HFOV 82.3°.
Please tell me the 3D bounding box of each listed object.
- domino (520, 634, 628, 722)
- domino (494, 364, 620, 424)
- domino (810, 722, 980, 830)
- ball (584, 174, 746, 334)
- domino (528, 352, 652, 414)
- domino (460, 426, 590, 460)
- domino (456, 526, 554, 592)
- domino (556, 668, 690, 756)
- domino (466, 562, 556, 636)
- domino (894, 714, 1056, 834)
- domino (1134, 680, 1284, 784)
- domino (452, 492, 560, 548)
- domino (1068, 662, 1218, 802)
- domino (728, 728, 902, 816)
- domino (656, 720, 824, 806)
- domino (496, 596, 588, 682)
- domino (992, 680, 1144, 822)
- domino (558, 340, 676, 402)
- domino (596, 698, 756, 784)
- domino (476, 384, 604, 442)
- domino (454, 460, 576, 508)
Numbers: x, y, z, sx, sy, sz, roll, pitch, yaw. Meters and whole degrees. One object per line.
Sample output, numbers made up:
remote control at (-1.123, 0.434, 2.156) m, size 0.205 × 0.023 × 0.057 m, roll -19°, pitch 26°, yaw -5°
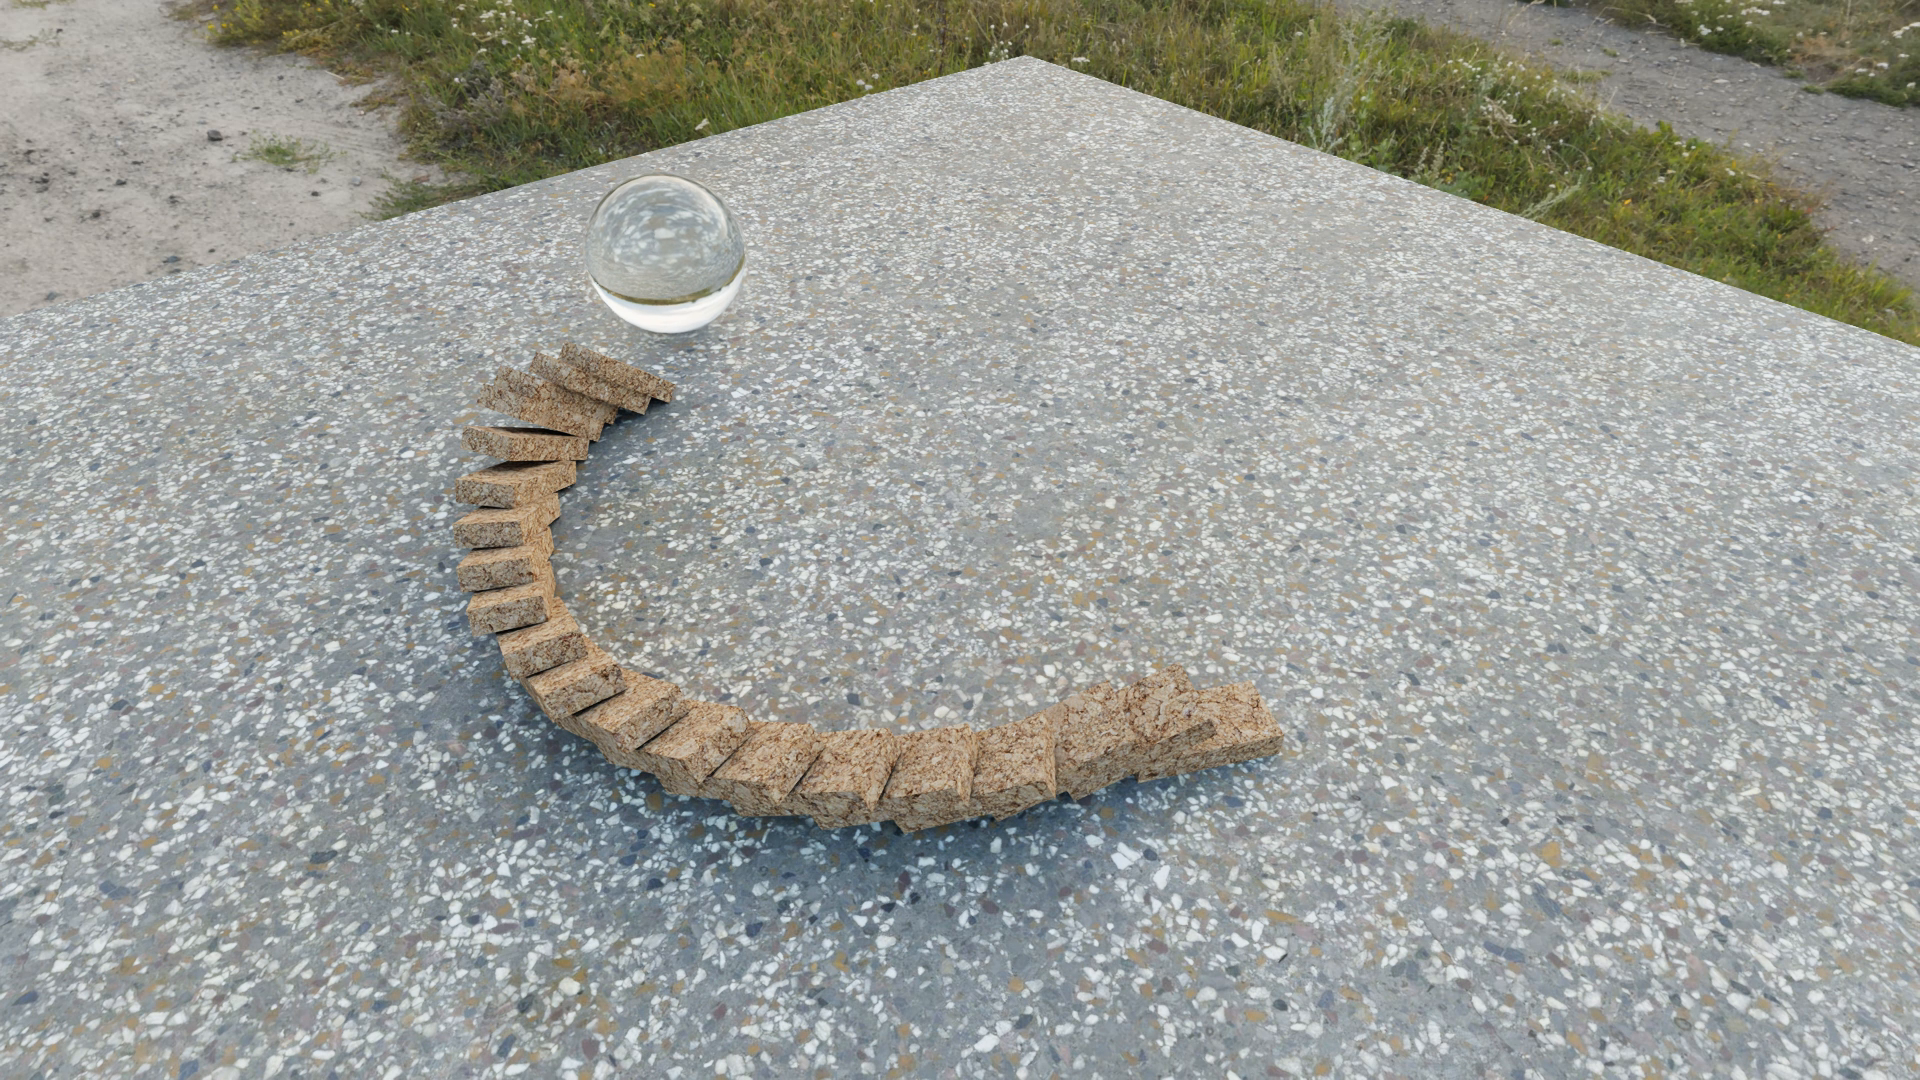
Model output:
domino at (-0.133, 0.045, 0.372) m, size 0.025 × 0.009 × 0.050 m, roll -25°, pitch 20°, yaw -27°
domino at (-0.182, -0.065, 0.498) m, size 0.025 × 0.009 × 0.050 m, roll 20°, pitch 1°, yaw 25°
domino at (-0.020, 0.073, 0.339) m, size 0.050 × 0.010 × 0.025 m, roll -14°, pitch 35°, yaw 22°
ball at (-0.151, -0.147, 0.567) m, size 0.080 × 0.080 × 0.080 m, roll 0°, pitch 39°, yaw 0°
domino at (-0.169, -0.072, 0.506) m, size 0.025 × 0.009 × 0.050 m, roll 24°, pitch 3°, yaw 27°
domino at (-0.186, -0.042, 0.474) m, size 0.025 × 0.010 × 0.050 m, roll 14°, pitch 8°, yaw 16°
domino at (-0.172, 0.007, 0.419) m, size 0.025 × 0.010 × 0.050 m, roll -8°, pitch 15°, yaw -10°
domino at (-0.113, 0.055, 0.361) m, size 0.050 × 0.010 × 0.025 m, roll 5°, pitch 32°, yaw 47°
domino at (-0.163, 0.021, 0.402) m, size 0.025 × 0.009 × 0.050 m, roll -12°, pitch 16°, yaw -14°
domino at (0.004, 0.072, 0.340) m, size 0.050 × 0.010 × 0.025 m, roll -18°, pitch 36°, yaw 17°
domino at (0.079, 0.063, 0.366) m, size 0.050 × 0.009 × 0.025 m, roll -9°, pitch 40°, yaw -11°
domino at (-0.179, -0.008, 0.438) m, size 0.025 × 0.010 × 0.050 m, roll -3°, pitch 15°, yaw -3°
domino at (0.054, 0.061, 0.354) m, size 0.050 × 0.009 × 0.025 m, roll -26°, pitch 41°, yaw 5°
domino at (-0.045, 0.072, 0.340) m, size 0.050 × 0.010 × 0.025 m, roll -10°, pitch 33°, yaw 29°
domino at (-0.069, 0.069, 0.344) m, size 0.050 × 0.009 × 0.025 m, roll -4°, pitch 32°, yaw 36°
domino at (-0.149, 0.034, 0.386) m, size 0.025 × 0.010 × 0.050 m, roll -20°, pitch 19°, yaw -23°
domino at (0.030, 0.066, 0.348) m, size 0.050 × 0.009 × 0.025 m, roll -26°, pitch 41°, yaw 5°
domino at (-0.160, -0.078, 0.515) m, size 0.025 × 0.009 × 0.050 m, roll 24°, pitch 3°, yaw 26°
domino at (-0.092, 0.063, 0.351) m, size 0.050 × 0.010 × 0.025 m, roll 0°, pitch 32°, yaw 41°
domino at (-0.185, -0.056, 0.487) m, size 0.025 × 0.010 × 0.050 m, roll 19°, pitch 1°, yaw 22°
domino at (-0.184, -0.025, 0.458) m, size 0.025 × 0.010 × 0.050 m, roll 6°, pitch 16°, yaw 7°
